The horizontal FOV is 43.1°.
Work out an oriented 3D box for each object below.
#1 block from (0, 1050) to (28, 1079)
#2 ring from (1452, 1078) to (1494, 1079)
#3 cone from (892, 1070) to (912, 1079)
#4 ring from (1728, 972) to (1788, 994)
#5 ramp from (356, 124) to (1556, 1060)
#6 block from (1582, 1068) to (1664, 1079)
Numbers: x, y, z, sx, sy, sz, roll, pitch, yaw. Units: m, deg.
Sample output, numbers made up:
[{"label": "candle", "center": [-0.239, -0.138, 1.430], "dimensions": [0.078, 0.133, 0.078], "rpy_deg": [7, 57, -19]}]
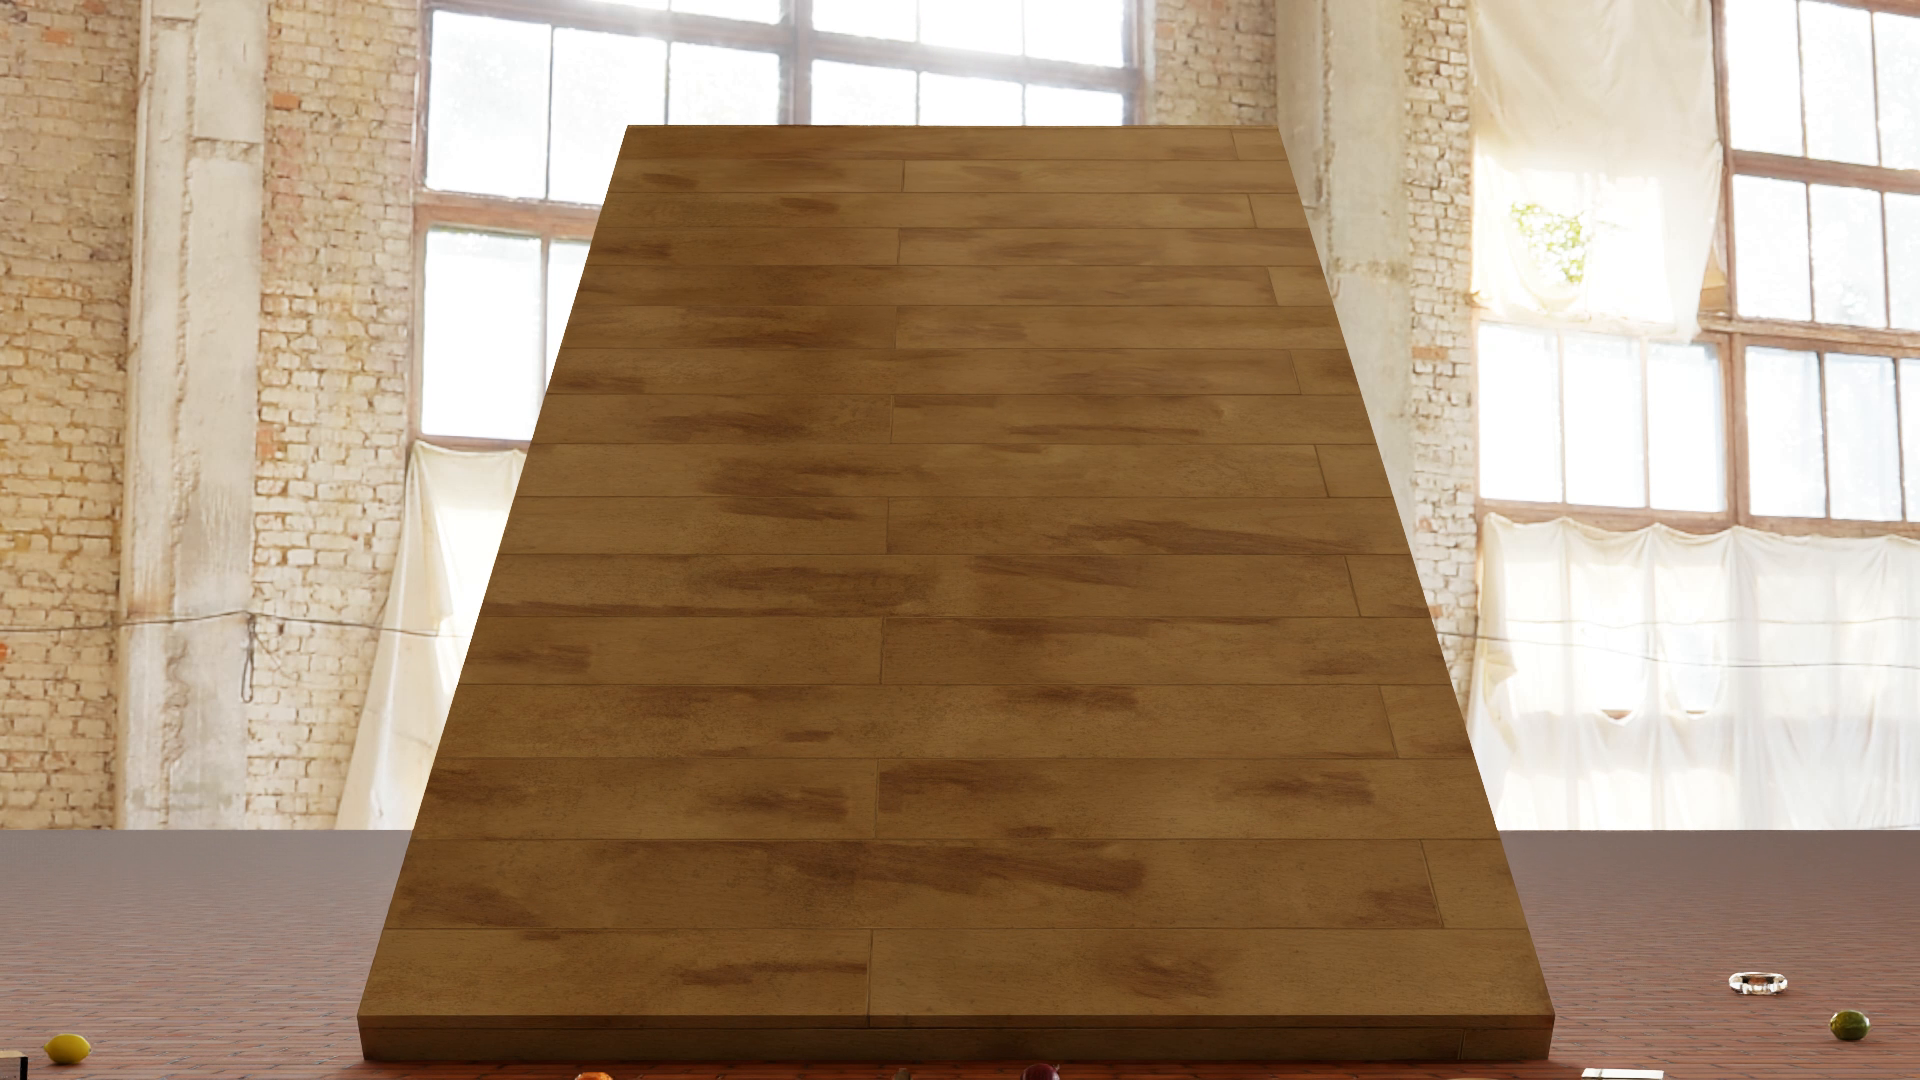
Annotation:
[{"label": "block", "center": [-1.270, 0.718, 3.155], "dimensions": [0.098, 0.098, 0.098], "rpy_deg": [4, -8, -28]}, {"label": "ring", "center": [0.731, 0.785, 3.459], "dimensions": [0.103, 0.034, 0.103], "rpy_deg": [-1, -8, 0]}, {"label": "cone", "center": [-0.052, 0.745, 3.141], "dimensions": [0.090, 0.090, 0.090], "rpy_deg": [30, -15, -13]}, {"label": "ring", "center": [1.879, 1.045, 5.729], "dimensions": [0.134, 0.045, 0.134], "rpy_deg": [0, -5, 0]}, {"label": "ramp", "center": [-0.014, -0.199, 5.796], "dimensions": [2.000, 0.100, 4.000], "rpy_deg": [0, 31, 0]}, {"label": "block", "center": [0.810, 0.698, 2.967], "dimensions": [0.093, 0.093, 0.093], "rpy_deg": [-2, -7, 17]}]
